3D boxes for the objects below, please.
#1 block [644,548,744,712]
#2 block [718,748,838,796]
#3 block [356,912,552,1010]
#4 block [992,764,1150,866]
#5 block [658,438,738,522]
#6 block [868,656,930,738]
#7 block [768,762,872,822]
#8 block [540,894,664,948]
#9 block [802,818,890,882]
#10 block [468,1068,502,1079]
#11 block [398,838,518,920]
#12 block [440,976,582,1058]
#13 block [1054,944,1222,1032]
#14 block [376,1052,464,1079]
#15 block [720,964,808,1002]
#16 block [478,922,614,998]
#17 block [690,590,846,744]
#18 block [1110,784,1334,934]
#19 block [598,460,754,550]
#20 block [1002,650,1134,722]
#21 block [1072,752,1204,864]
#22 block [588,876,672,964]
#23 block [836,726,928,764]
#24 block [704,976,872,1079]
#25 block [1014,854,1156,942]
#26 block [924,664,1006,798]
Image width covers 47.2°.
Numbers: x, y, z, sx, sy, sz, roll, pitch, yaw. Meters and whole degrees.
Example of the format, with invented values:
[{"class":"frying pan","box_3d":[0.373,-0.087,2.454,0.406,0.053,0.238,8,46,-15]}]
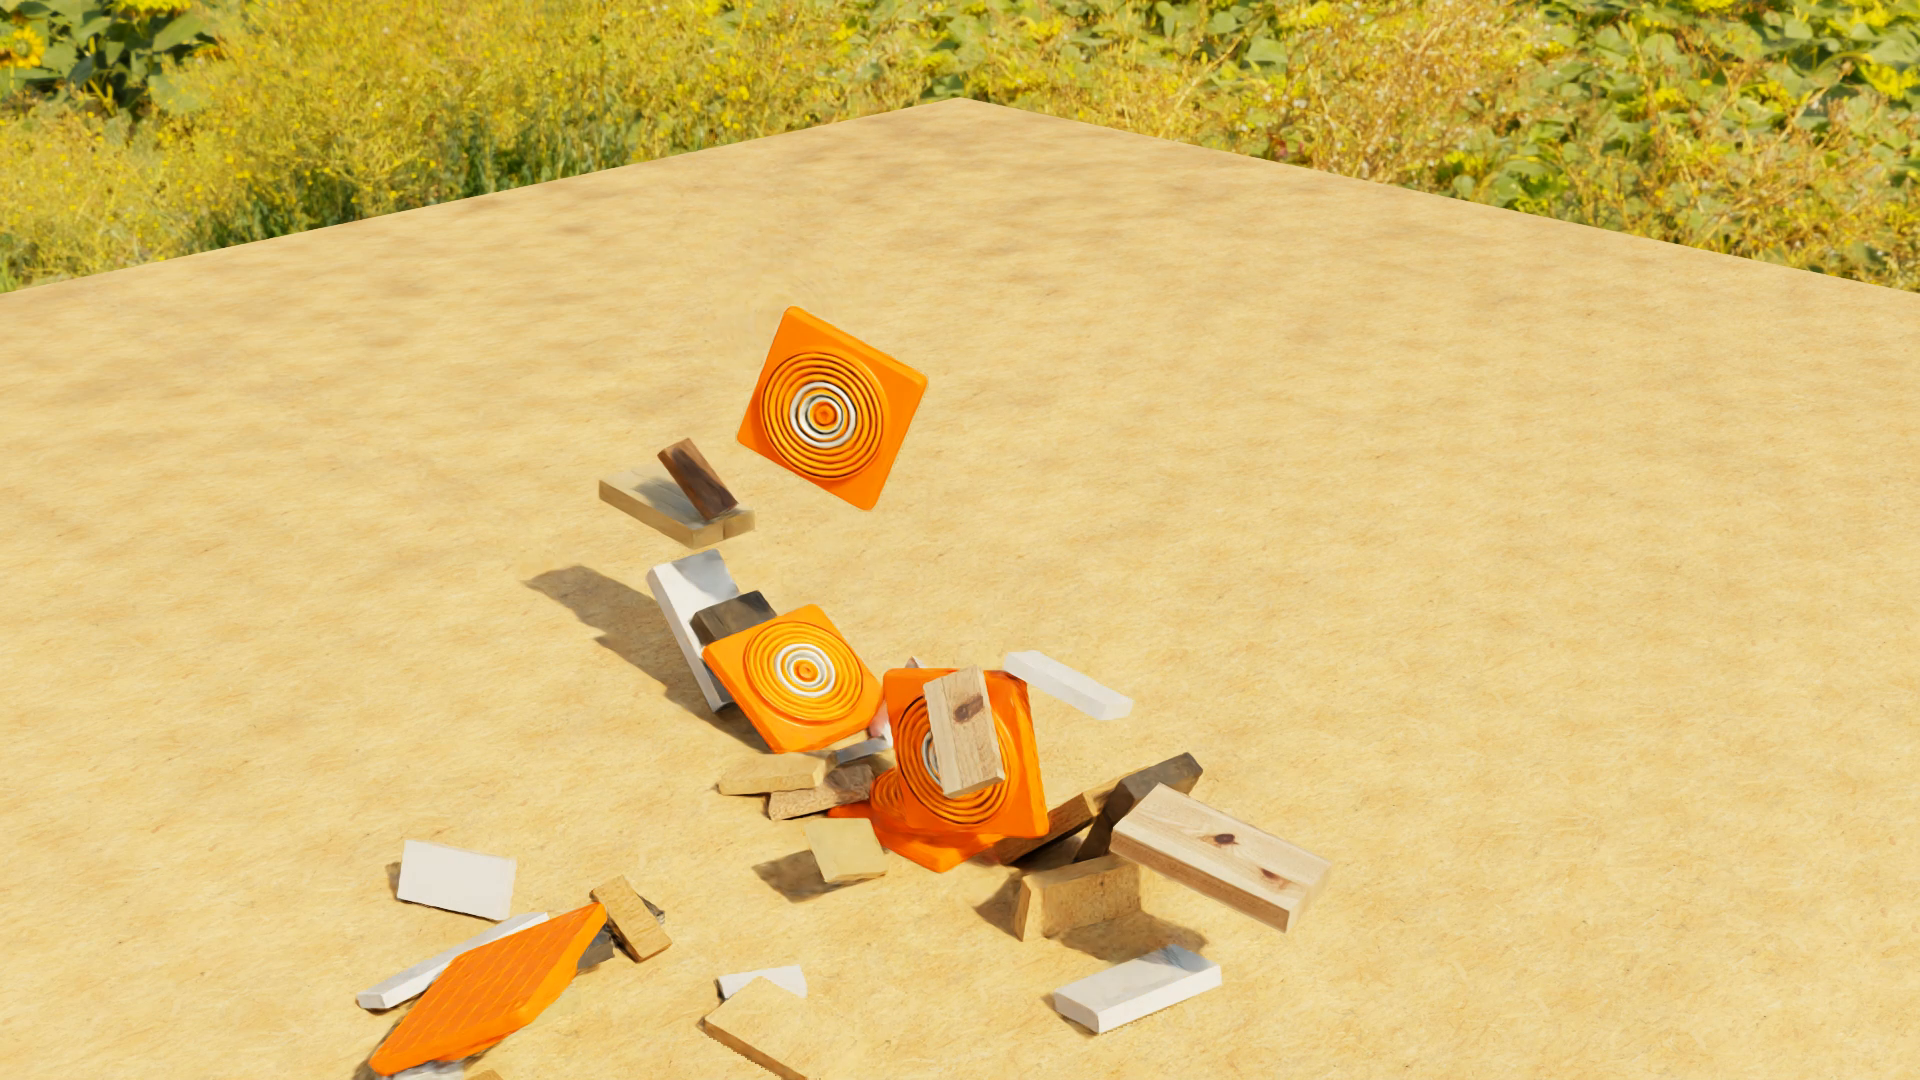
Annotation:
[{"class":"block","box_3d":[-0.547,0.199,4.916,0.174,0.348,0.049,-19,-15,-39]},{"class":"block","box_3d":[-0.374,0.477,4.518,0.223,0.032,0.112,-8,19,25]},{"class":"block","box_3d":[-0.898,0.747,3.918,0.352,0.026,0.093,-23,7,-43]},{"class":"block","box_3d":[0.218,0.526,4.188,0.168,0.048,0.337,-18,-13,-36]},{"class":"block","box_3d":[-0.583,-0.134,4.890,0.026,0.186,0.093,-39,-4,37]},{"class":"block","box_3d":[-0.131,0.345,4.716,0.026,0.186,0.093,29,7,-19]},{"class":"block","box_3d":[-0.282,0.510,4.451,0.203,0.029,0.102,-14,22,8]},{"class":"block","box_3d":[-0.656,0.713,4.043,0.203,0.029,0.102,-21,30,-40]},{"class":"block","box_3d":[-0.211,0.581,4.136,0.031,0.111,0.222,-29,-16,18]},{"class":"block","box_3d":[-0.821,0.929,3.532,0.216,0.031,0.108,-18,29,-36]},{"class":"block","box_3d":[-0.942,0.635,4.119,0.222,0.111,0.031,8,-1,19]},{"class":"block","box_3d":[-0.776,0.814,3.803,0.216,0.031,0.108,-19,30,-38]},{"class":"block","box_3d":[0.310,0.780,3.837,0.265,0.037,0.132,-14,14,-30]},{"class":"block","box_3d":[-0.882,0.885,3.575,0.145,0.072,0.021,-13,46,-28]},{"class":"block","box_3d":[-0.347,0.787,3.878,0.145,0.021,0.072,-6,24,-13]},{"class":"block","box_3d":[-0.731,0.741,3.885,0.216,0.031,0.108,-16,16,-23]},{"class":"block","box_3d":[-0.424,0.275,4.829,0.174,0.049,0.348,-20,61,-39]},{"class":"block","box_3d":[0.443,0.537,3.740,0.337,0.048,0.168,23,34,26]},{"class":"block","box_3d":[-0.646,-0.081,5.002,0.174,0.049,0.348,-20,34,-41]},{"class":"block","box_3d":[0.198,0.266,4.029,0.222,0.031,0.111,27,13,28]},{"class":"block","box_3d":[0.316,0.536,4.089,0.168,0.337,0.048,-17,57,-35]},{"class":"block","box_3d":[-0.600,0.690,4.001,0.072,0.021,0.159,-23,65,-43]},{"class":"block","box_3d":[-0.165,0.426,4.570,0.102,0.029,0.203,-9,-9,-37]},{"class":"block","box_3d":[-0.291,0.836,3.715,0.265,0.037,0.132,19,39,37]},{"class":"block","box_3d":[0.233,0.651,4.051,0.265,0.132,0.037,-11,39,-24]},{"class":"block","box_3d":[0.007,0.352,4.039,0.112,0.223,0.032,-22,-28,20]}]
